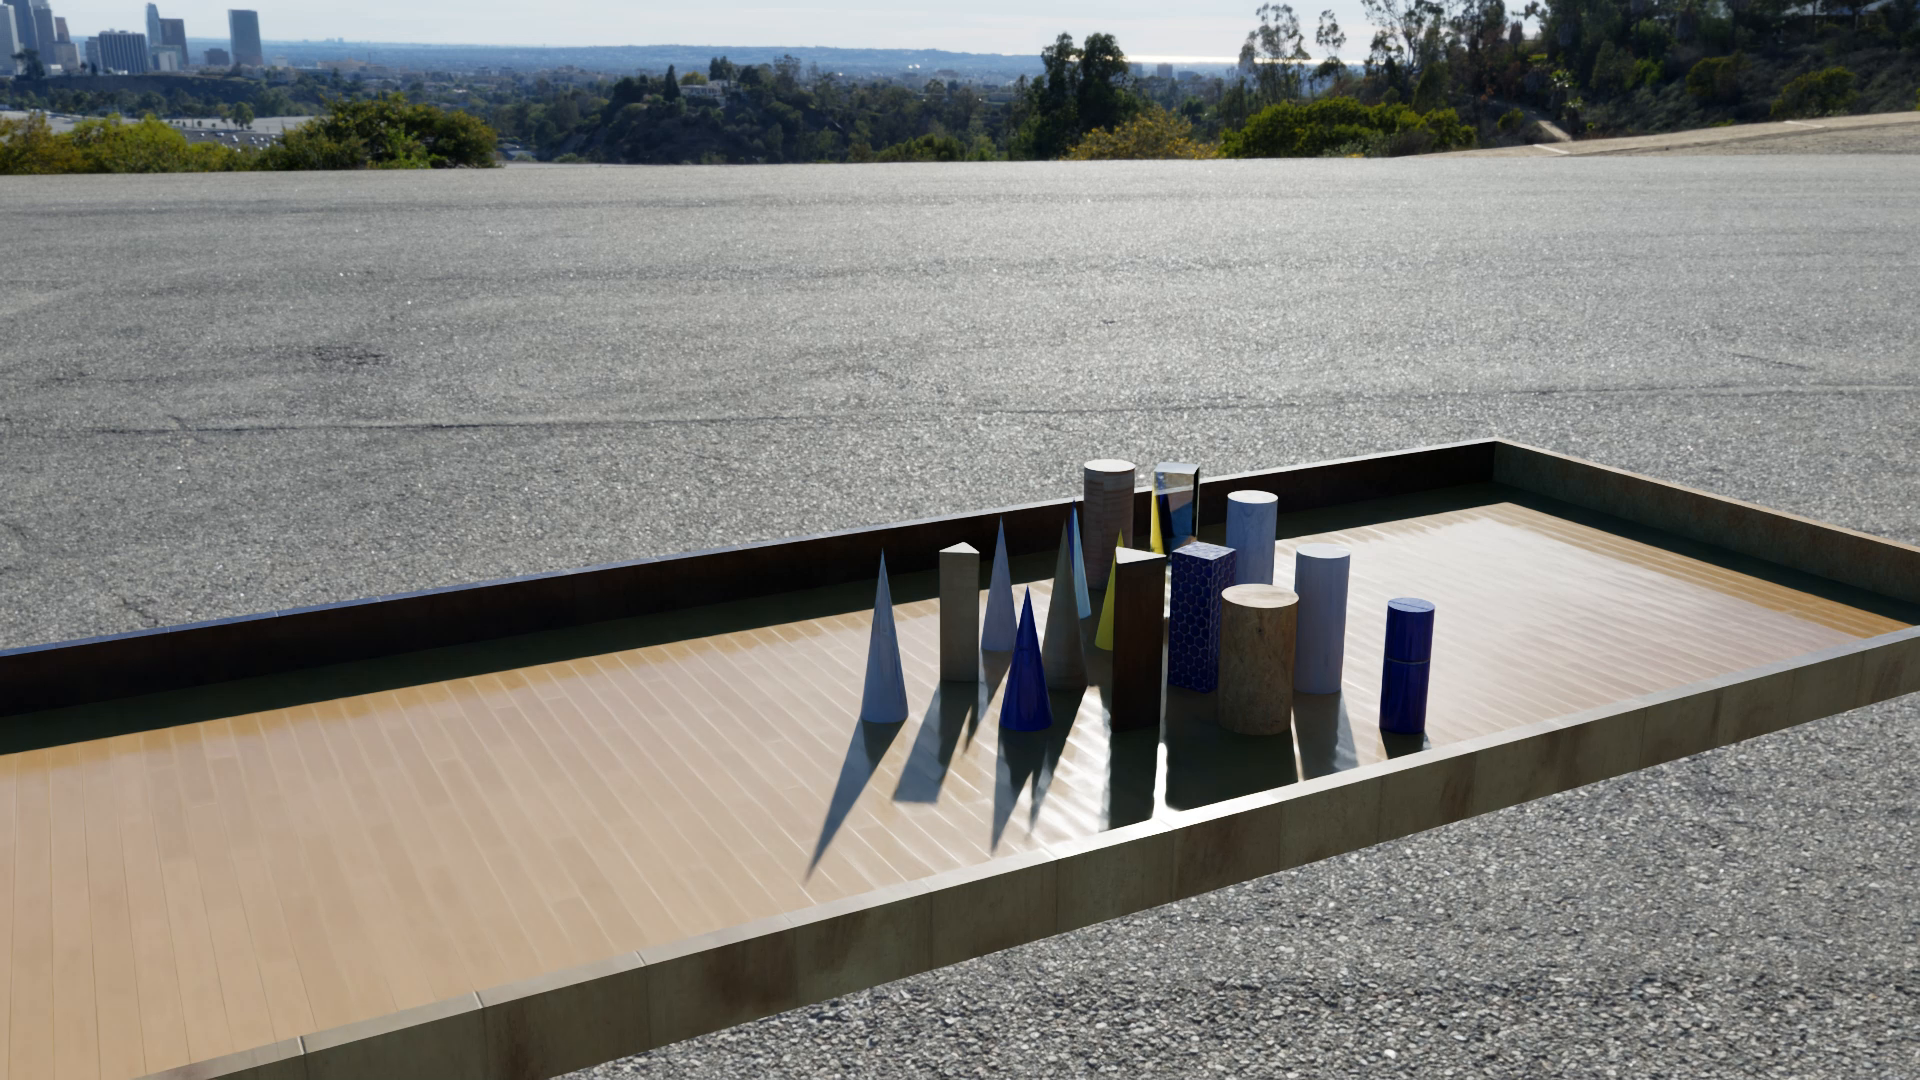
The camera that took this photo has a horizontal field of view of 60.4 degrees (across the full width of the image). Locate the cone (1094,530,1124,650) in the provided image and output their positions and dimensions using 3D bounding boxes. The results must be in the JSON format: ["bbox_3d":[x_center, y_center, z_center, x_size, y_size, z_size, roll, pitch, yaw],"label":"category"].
[{"bbox_3d":[0.421,0.122,4.368,0.121,0.323,0.121,0,16,0],"label":"cone"}]

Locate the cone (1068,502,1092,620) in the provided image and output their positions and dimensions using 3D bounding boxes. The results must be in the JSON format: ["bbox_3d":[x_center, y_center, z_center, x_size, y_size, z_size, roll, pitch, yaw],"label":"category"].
[{"bbox_3d":[0.315,0.044,4.594,0.111,0.345,0.111,0,16,0],"label":"cone"}]

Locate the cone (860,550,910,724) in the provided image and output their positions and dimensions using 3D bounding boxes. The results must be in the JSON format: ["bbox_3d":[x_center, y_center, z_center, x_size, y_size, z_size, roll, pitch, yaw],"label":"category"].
[{"bbox_3d":[-0.180,0.216,3.884,0.118,0.415,0.118,0,16,0],"label":"cone"}]

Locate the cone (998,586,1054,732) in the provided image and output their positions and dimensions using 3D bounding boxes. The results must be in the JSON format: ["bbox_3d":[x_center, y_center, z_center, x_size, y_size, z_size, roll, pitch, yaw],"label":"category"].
[{"bbox_3d":[0.156,0.263,3.852,0.129,0.343,0.129,0,16,0],"label":"cone"}]

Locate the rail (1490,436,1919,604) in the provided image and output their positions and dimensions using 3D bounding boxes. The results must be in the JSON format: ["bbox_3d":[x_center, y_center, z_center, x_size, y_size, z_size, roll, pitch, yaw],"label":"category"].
[{"bbox_3d":[2.466,-0.048,5.253,0.050,0.150,2.100,-9,18,-27],"label":"rail"}]

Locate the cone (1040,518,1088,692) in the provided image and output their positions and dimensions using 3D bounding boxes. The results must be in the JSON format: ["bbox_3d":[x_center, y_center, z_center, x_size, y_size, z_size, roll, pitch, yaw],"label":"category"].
[{"bbox_3d":[0.256,0.151,4.076,0.132,0.432,0.132,0,16,0],"label":"cone"}]

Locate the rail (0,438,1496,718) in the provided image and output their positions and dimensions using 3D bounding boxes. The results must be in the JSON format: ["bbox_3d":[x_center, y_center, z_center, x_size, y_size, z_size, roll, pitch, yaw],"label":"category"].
[{"bbox_3d":[-3.305,0.497,3.399,12.000,0.150,0.050,-9,18,-27],"label":"rail"}]

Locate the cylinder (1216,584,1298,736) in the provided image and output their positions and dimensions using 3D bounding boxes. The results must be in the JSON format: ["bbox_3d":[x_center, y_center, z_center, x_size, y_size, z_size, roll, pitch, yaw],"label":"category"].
[{"bbox_3d":[0.694,0.278,3.857,0.175,0.311,0.175,0,16,0],"label":"cylinder"}]

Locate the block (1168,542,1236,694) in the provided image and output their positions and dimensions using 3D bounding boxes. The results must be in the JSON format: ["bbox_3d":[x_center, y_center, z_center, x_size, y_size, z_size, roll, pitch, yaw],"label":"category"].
[{"bbox_3d":[0.599,0.191,4.092,0.115,0.345,0.115,13,21,38],"label":"block"}]

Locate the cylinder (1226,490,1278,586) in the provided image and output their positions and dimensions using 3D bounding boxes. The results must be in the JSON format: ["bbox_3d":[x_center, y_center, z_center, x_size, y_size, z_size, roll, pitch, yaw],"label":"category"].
[{"bbox_3d":[0.760,0.085,4.336,0.128,0.411,0.128,0,16,0],"label":"cylinder"}]

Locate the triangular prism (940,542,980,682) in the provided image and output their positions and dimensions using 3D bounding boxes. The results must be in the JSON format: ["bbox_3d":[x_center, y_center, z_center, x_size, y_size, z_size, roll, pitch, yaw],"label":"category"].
[{"bbox_3d":[0.004,0.180,4.145,0.098,0.338,0.085,2,17,8],"label":"triangular prism"}]

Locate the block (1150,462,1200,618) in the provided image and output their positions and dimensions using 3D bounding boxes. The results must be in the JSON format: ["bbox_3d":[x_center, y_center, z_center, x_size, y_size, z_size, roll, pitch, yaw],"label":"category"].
[{"bbox_3d":[0.596,0.003,4.597,0.112,0.421,0.112,5,17,16],"label":"block"}]

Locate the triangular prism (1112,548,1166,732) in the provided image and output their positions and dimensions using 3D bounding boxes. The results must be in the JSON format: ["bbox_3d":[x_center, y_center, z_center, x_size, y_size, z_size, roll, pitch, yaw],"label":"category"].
[{"bbox_3d":[0.390,0.228,3.847,0.128,0.413,0.111,-8,18,-26],"label":"triangular prism"}]

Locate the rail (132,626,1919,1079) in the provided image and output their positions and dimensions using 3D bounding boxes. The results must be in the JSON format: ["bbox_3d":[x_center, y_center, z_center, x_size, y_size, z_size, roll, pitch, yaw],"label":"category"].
[{"bbox_3d":[-2.336,1.006,1.665,12.000,0.150,0.050,-9,18,-27],"label":"rail"}]

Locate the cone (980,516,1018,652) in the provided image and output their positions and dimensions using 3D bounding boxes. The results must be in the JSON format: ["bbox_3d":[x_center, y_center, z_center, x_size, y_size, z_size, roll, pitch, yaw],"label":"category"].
[{"bbox_3d":[0.107,0.106,4.352,0.106,0.361,0.106,0,16,0],"label":"cone"}]

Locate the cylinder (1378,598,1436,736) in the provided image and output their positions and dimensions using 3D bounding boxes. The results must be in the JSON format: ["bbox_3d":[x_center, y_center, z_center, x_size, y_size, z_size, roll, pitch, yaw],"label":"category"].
[{"bbox_3d":[1.035,0.293,3.826,0.106,0.301,0.106,0,16,0],"label":"cylinder"}]

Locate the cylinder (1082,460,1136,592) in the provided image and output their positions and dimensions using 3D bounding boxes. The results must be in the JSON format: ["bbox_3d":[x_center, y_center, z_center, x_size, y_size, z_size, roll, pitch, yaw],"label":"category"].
[{"bbox_3d":[0.436,-0.043,4.858,0.149,0.363,0.149,0,16,0],"label":"cylinder"}]

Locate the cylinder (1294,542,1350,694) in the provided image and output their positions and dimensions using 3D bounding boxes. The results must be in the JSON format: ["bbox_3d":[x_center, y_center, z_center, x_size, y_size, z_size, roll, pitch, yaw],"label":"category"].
[{"bbox_3d":[0.887,0.194,4.074,0.130,0.350,0.130,0,16,0],"label":"cylinder"}]
